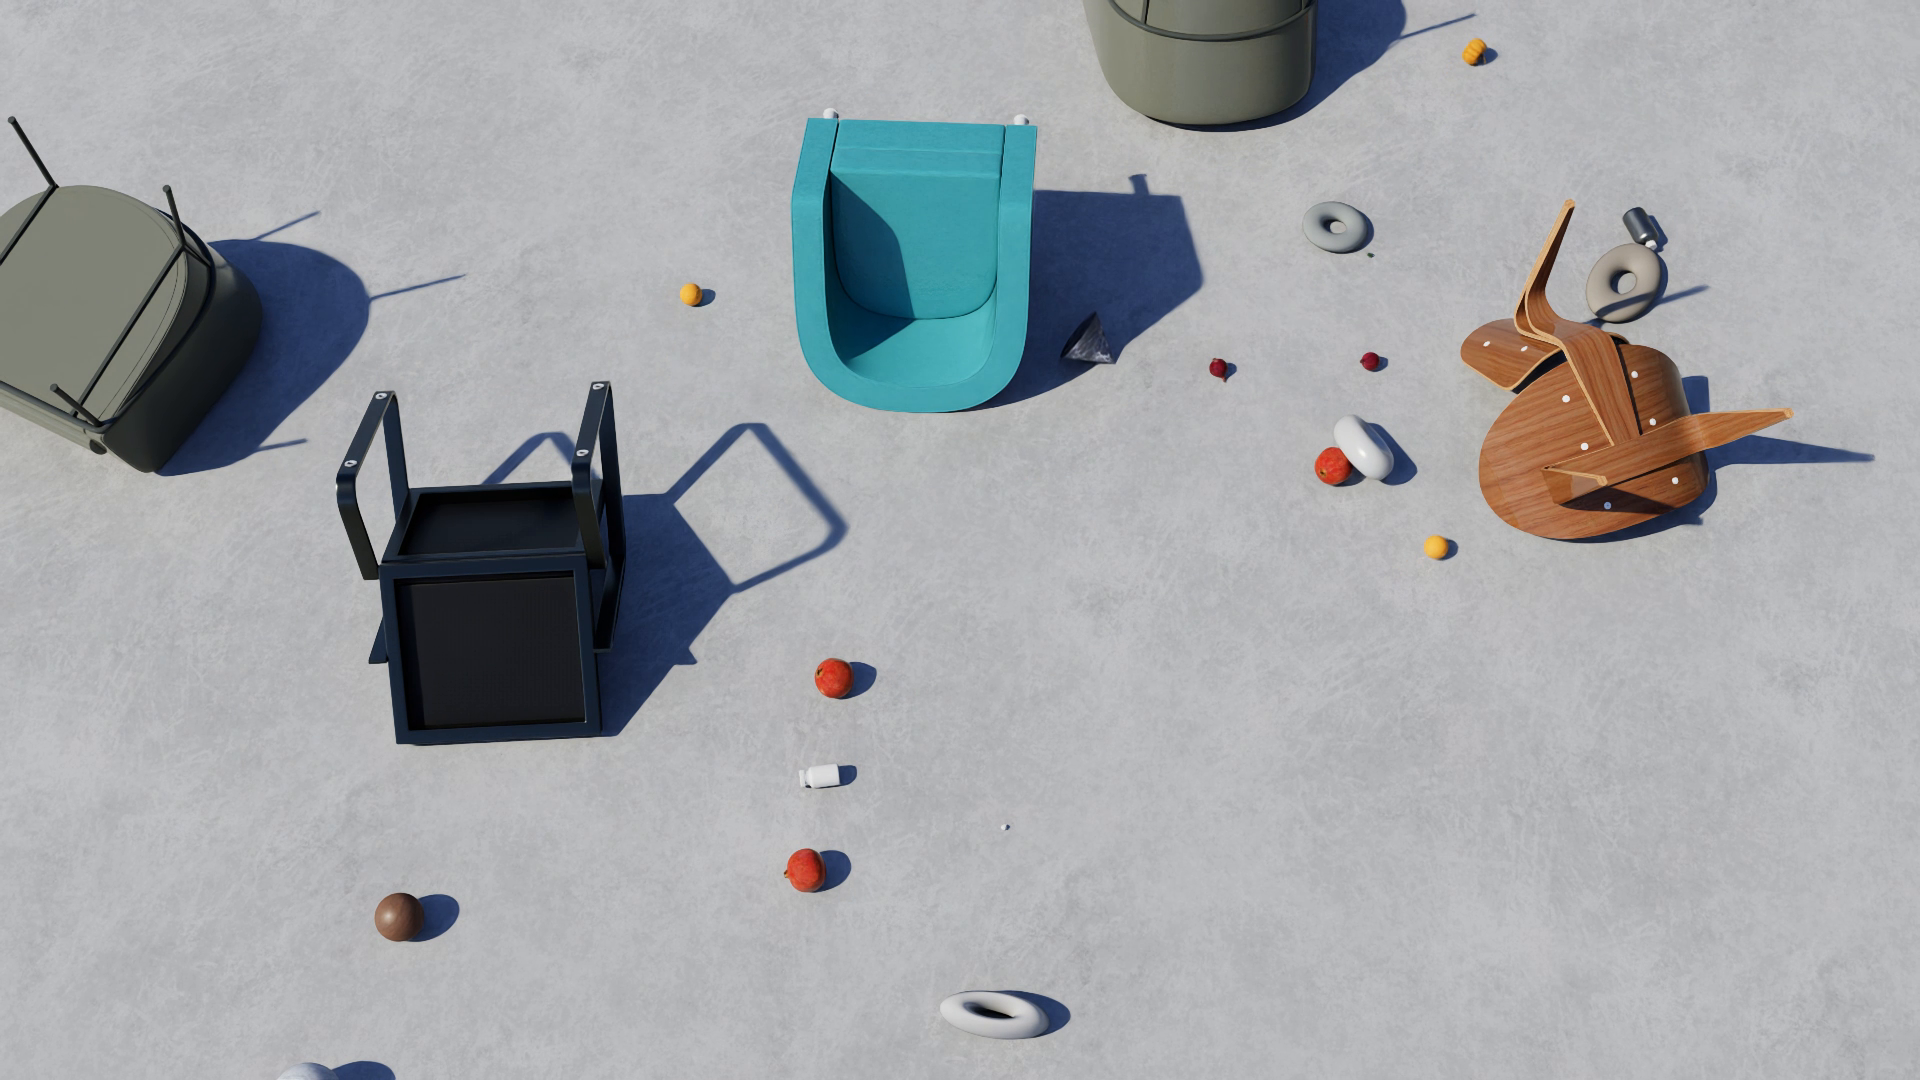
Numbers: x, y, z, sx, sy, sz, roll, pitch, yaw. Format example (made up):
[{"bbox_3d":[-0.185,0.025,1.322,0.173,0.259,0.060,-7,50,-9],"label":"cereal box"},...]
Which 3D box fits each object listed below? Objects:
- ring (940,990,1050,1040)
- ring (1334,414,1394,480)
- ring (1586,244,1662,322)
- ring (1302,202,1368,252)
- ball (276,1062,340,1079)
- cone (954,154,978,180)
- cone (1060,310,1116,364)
[{"bbox_3d":[0.089,1.229,5.691,0.288,0.098,0.110,7,54,4],"label":"ring"},{"bbox_3d":[1.224,-0.281,6.668,0.093,0.175,0.255,-47,42,20],"label":"ring"},{"bbox_3d":[2.142,-0.832,7.097,0.218,0.060,0.352,26,61,18],"label":"ring"},{"bbox_3d":[1.235,-1.031,7.238,0.219,0.048,0.212,36,63,22],"label":"ring"},{"bbox_3d":[-1.641,1.404,5.524,0.179,0.179,0.179,0,56,0],"label":"ball"},{"bbox_3d":[0.006,-1.244,7.394,0.085,0.049,0.086,18,74,10],"label":"cone"},{"bbox_3d":[0.432,-0.602,6.933,0.154,0.168,0.197,38,50,-10],"label":"cone"}]
